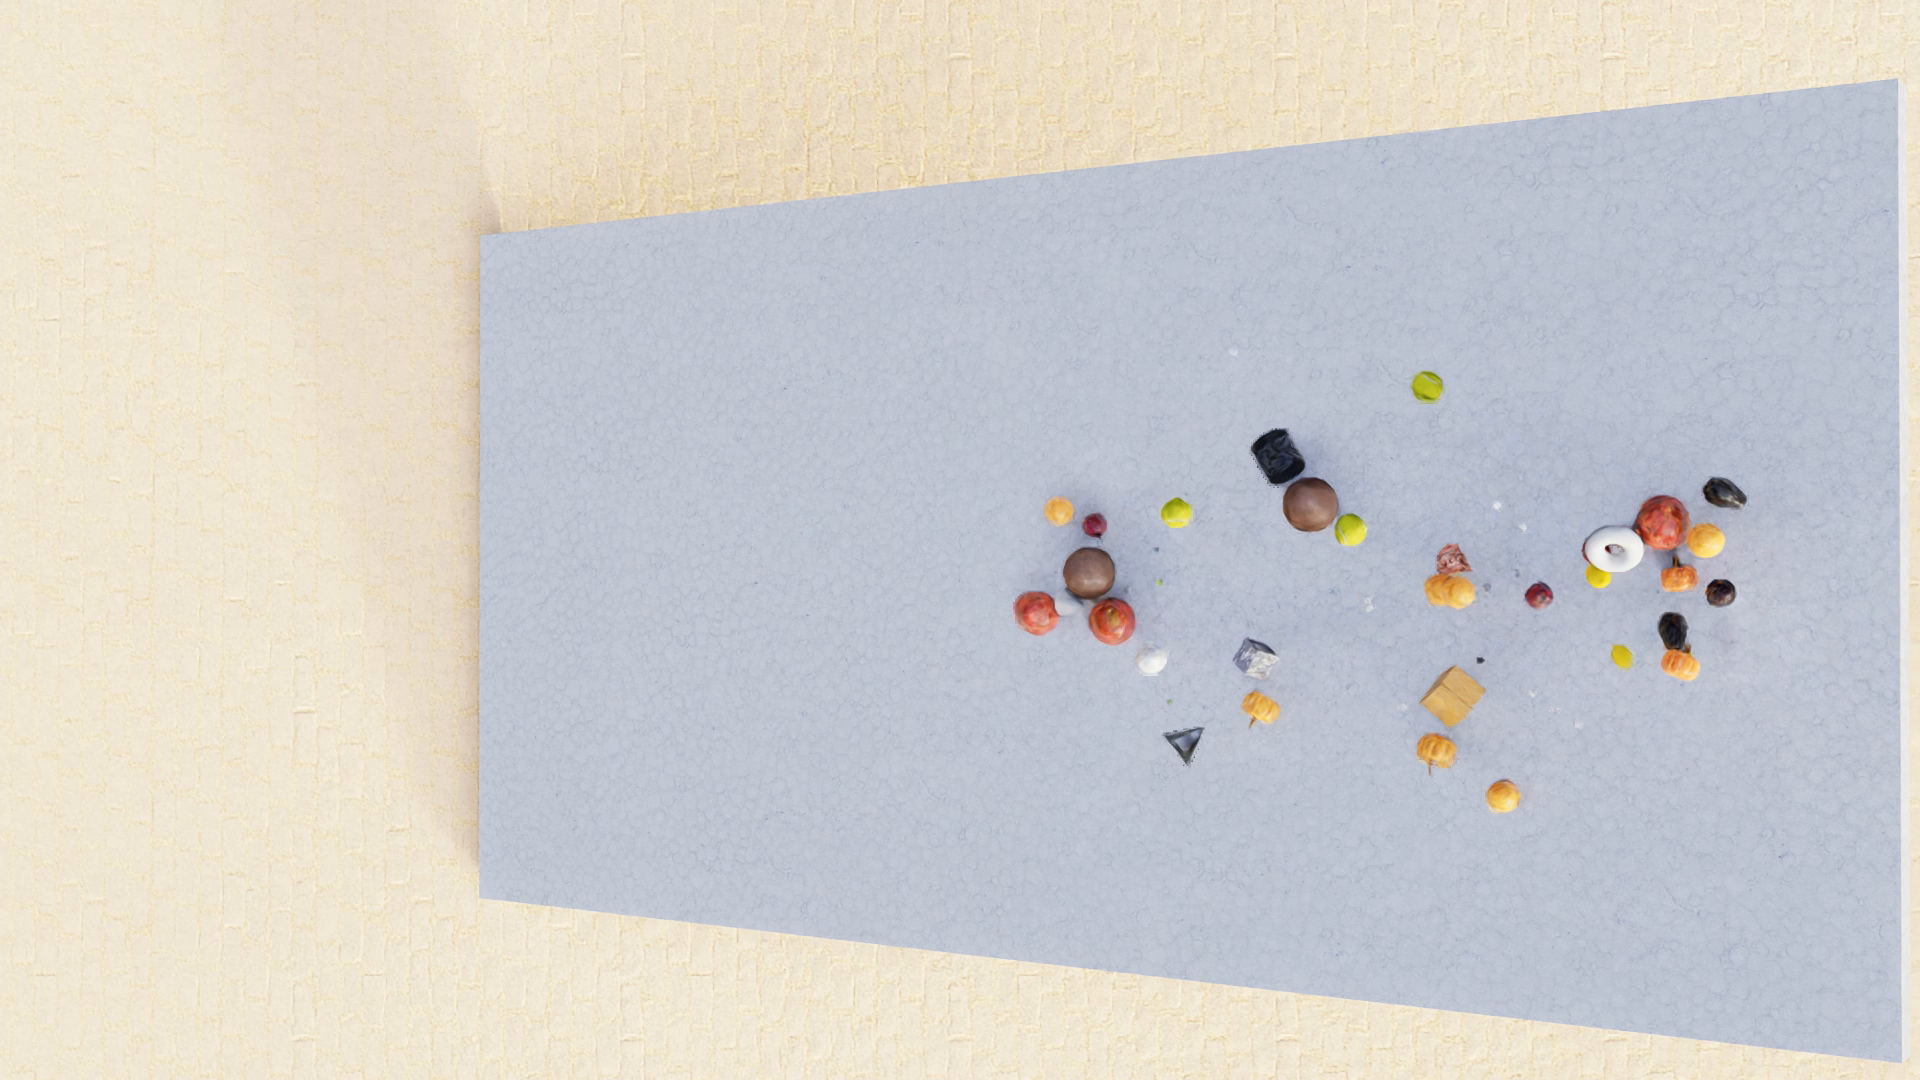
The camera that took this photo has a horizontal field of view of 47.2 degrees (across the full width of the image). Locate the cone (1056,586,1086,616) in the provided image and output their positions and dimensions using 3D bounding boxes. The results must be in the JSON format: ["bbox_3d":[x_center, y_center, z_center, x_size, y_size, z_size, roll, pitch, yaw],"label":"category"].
[{"bbox_3d":[0.287,0.161,5.434,0.074,0.074,0.074,21,89,44],"label":"cone"}]

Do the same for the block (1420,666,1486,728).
[{"bbox_3d":[1.095,0.348,4.891,0.087,0.087,0.087,40,69,4],"label":"block"}]

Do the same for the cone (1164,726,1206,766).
[{"bbox_3d":[0.556,0.479,5.310,0.095,0.095,0.095,-38,90,-2],"label":"cone"}]

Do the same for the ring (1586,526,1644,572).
[{"bbox_3d":[1.341,0.018,4.507,0.116,0.039,0.116,10,133,11],"label":"ring"}]

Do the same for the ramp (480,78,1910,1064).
[{"bbox_3d":[0.257,0.071,5.592,4.000,0.100,2.000,0,89,33],"label":"ramp"}]

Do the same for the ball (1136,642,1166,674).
[{"bbox_3d":[0.437,0.270,5.030,0.072,0.072,0.072,0,90,0],"label":"ball"}]

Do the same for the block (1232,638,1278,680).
[{"bbox_3d":[0.698,0.281,5.192,0.065,0.065,0.065,17,108,-29],"label":"block"}]

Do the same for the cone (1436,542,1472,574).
[{"bbox_3d":[1.119,0.055,4.915,0.076,0.076,0.076,-17,121,-30],"label":"cone"}]
